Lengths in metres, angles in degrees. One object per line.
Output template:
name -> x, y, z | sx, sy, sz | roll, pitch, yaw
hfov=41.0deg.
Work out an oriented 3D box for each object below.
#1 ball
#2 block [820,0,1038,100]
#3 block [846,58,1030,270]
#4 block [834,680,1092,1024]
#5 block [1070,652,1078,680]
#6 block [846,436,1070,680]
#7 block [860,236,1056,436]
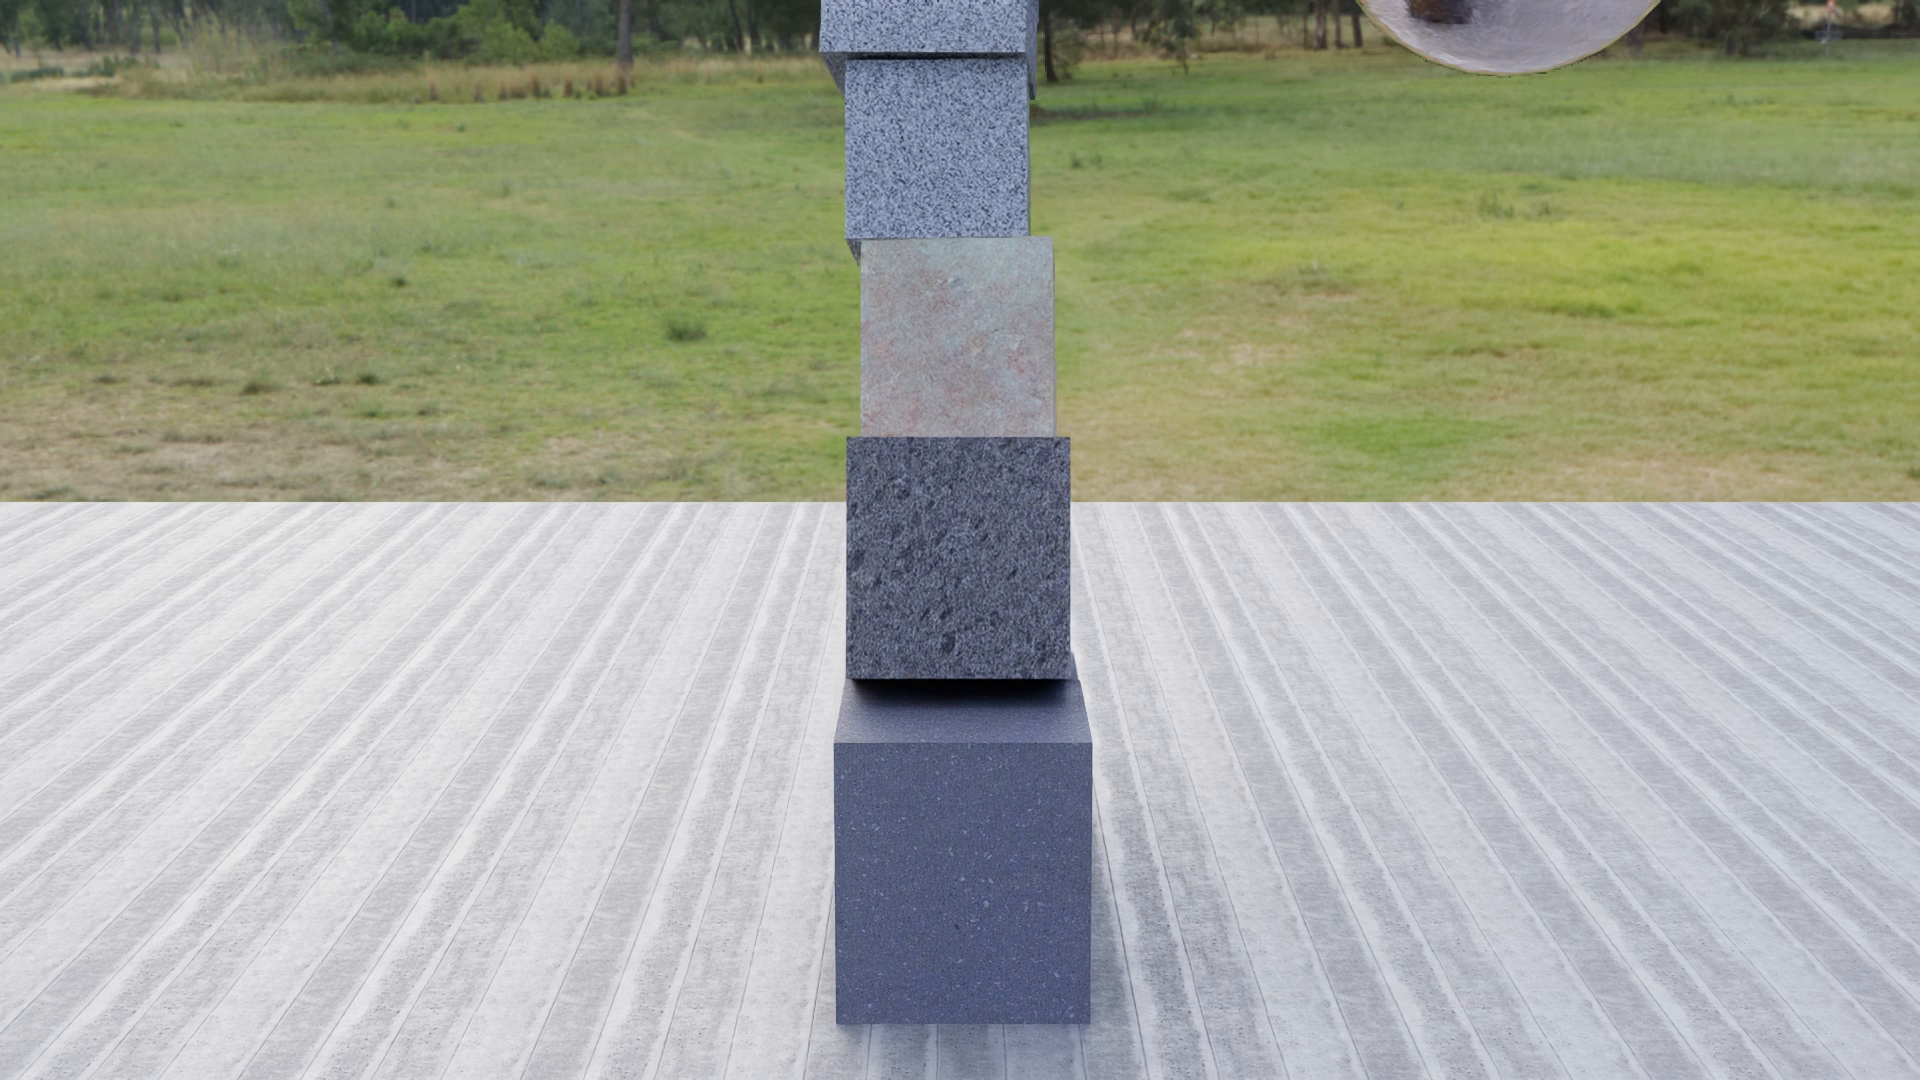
ball -> 2.295, -2.746, 10.681 | 1.600, 1.600, 1.600 | 0, 10, 0
block -> -0.118, -2.462, 11.537 | 0.894, 0.771, 0.820 | 1, -5, 5
block -> -0.086, -1.668, 11.518 | 0.789, 0.786, 0.778 | 0, -5, 3
block -> 0.011, 1.189, 9.994 | 0.952, 1.086, 0.995 | 0, 10, 0
block -> 0.013, 1.062, 11.016 | 0.985, 0.968, 1.001 | 0, 10, 0
block -> -0.004, 0.098, 10.405 | 0.867, 0.936, 1.004 | 0, -3, 0
block -> 0.008, -0.822, 11.502 | 0.831, 0.903, 0.869 | 0, -5, 3
